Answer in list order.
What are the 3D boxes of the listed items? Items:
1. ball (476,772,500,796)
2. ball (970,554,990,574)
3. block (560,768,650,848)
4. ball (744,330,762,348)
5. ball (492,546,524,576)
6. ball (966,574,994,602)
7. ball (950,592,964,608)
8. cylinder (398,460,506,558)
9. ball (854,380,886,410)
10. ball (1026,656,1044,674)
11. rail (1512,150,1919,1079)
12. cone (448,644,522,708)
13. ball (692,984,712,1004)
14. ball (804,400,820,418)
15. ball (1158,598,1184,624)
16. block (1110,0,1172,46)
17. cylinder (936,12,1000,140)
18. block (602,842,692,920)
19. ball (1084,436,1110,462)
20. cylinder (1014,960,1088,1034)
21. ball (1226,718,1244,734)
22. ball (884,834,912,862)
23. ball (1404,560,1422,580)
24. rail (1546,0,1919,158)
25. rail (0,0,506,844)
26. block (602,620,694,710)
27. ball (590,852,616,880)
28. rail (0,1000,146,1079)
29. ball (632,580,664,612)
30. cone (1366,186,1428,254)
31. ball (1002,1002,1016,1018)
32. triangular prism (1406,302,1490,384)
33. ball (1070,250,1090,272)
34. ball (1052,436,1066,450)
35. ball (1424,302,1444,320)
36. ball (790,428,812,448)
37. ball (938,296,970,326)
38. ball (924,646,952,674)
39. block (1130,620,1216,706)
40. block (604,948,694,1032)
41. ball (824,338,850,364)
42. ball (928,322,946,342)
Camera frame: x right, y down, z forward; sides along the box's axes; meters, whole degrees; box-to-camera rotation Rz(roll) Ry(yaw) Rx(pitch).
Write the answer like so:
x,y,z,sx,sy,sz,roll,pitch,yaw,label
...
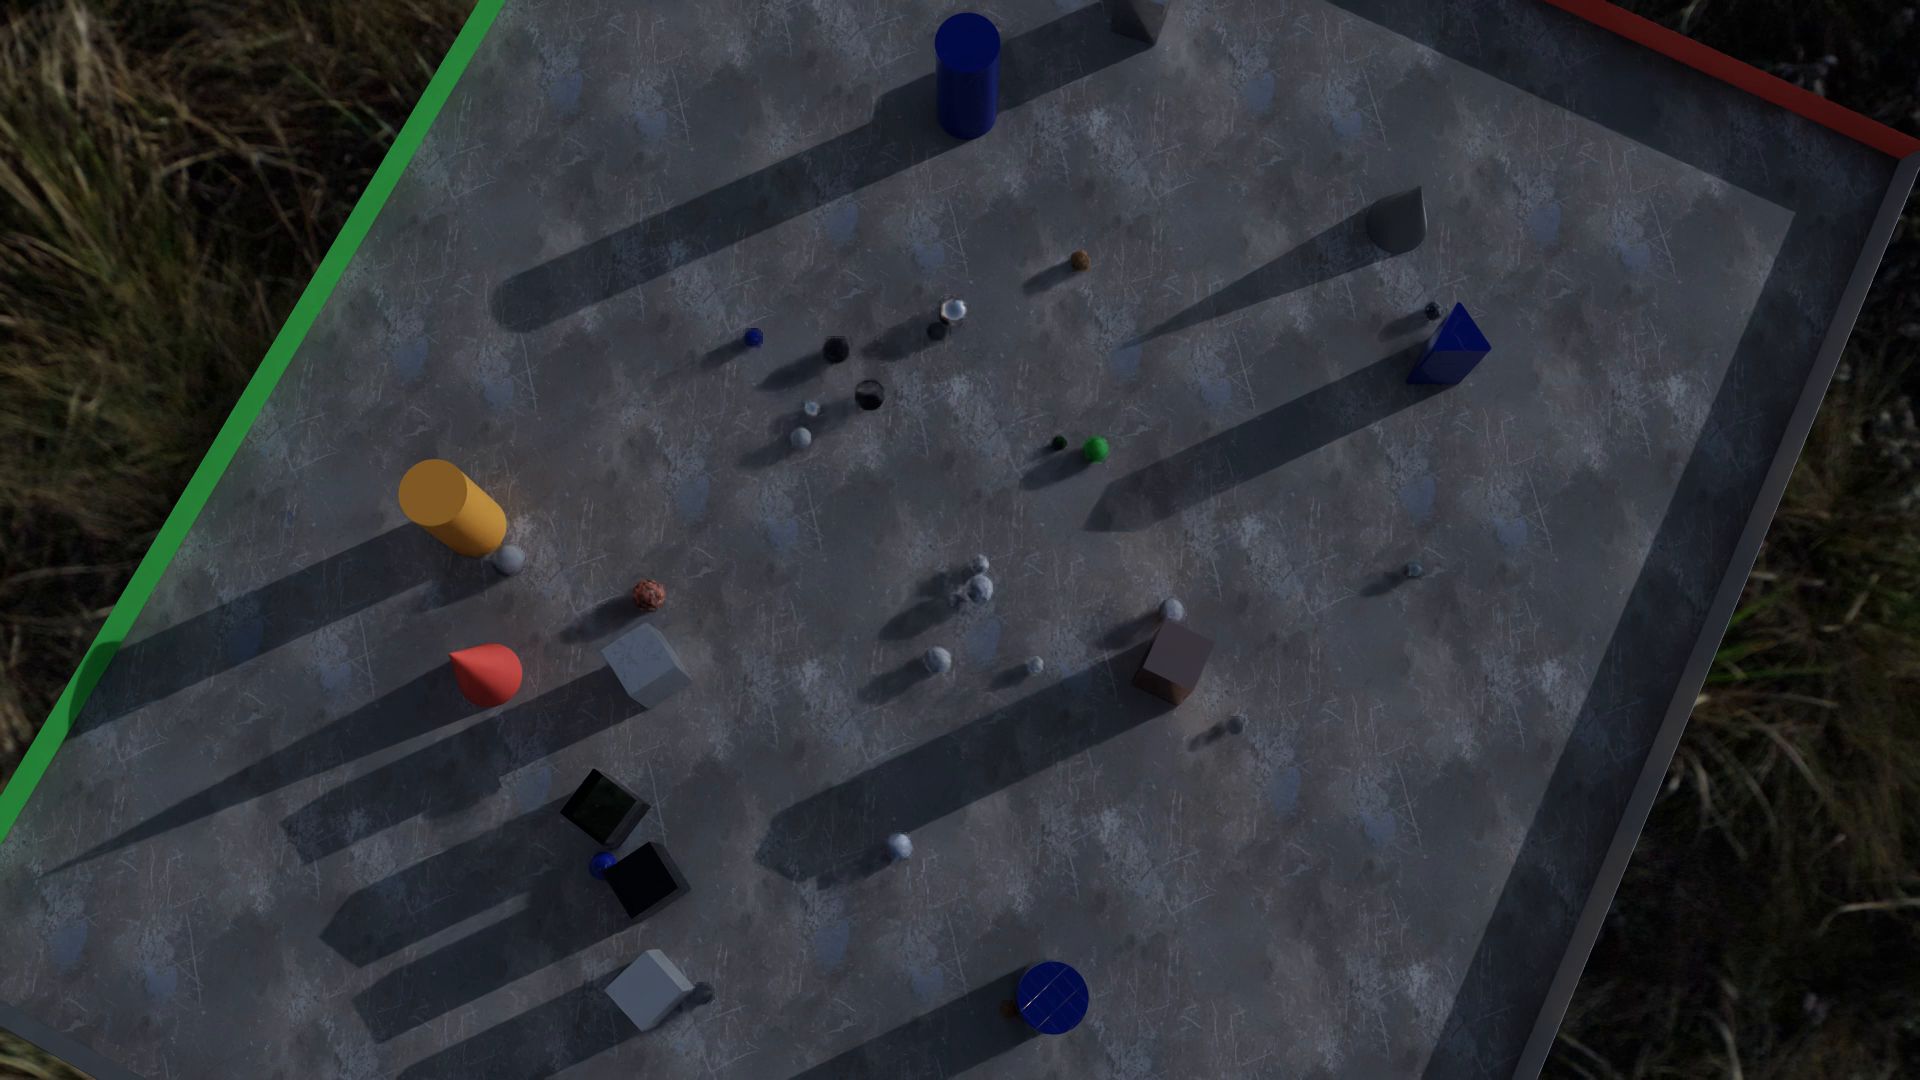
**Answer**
x,y,z,sx,sy,sz,roll,pitch,yaw,label
-1.398,0.723,5.432,0.069,0.069,0.069,0,78,0,ball
0.060,0.075,5.568,0.060,0.060,0.060,0,78,0,ball
-1.027,0.782,5.325,0.156,0.254,0.156,36,81,7,block
-0.647,-0.629,5.719,0.055,0.055,0.055,0,78,0,ball
-1.371,0.063,5.557,0.092,0.092,0.092,0,78,0,ball
0.059,0.147,5.525,0.085,0.085,0.085,0,78,0,ball
-0.011,0.182,5.557,0.043,0.043,0.043,0,78,0,ball
-1.489,-0.088,5.401,0.195,0.458,0.195,0,78,0,cylinder
-0.279,-0.448,5.660,0.096,0.096,0.096,0,78,0,ball
0.226,0.376,5.512,0.053,0.053,0.053,0,78,0,ball
1.907,0.940,5.356,0.045,0.126,4.971,26,80,5,rail
-1.419,0.361,5.308,0.195,0.459,0.195,0,78,0,cone
-0.747,1.317,5.314,0.059,0.059,0.059,0,78,0,ball
-0.458,-0.407,5.674,0.052,0.052,0.052,0,78,0,ball
0.638,0.215,5.532,0.078,0.078,0.078,0,78,0,ball
0.587,-1.728,5.837,0.156,0.269,0.156,19,79,4,block
0.022,-1.428,5.670,0.195,0.474,0.195,0,78,0,cylinder
-0.899,0.983,5.280,0.156,0.261,0.156,-33,80,-7,block
0.419,-0.279,5.633,0.080,0.080,0.080,0,78,0,ball
0.255,1.287,5.179,0.195,0.335,0.195,0,78,0,cylinder
0.822,0.556,5.476,0.050,0.050,0.050,0,78,0,ball
-0.181,0.903,5.387,0.083,0.083,0.083,0,78,0,ball
1.379,0.091,5.569,0.056,0.056,0.056,0,78,0,ball
1.101,-2.150,5.996,4.311,0.126,0.045,26,80,5,rail
-1.907,-0.927,5.743,0.045,0.126,4.971,26,80,5,rail
-0.913,0.369,5.367,0.156,0.339,0.156,-33,80,-6,block
-1.047,0.957,5.377,0.081,0.081,0.081,0,78,0,ball
-1.101,2.163,5.103,4.311,0.126,0.045,26,80,5,rail
-0.940,0.168,5.532,0.097,0.097,0.097,0,78,0,ball
1.387,-1.035,5.668,0.195,0.318,0.195,0,78,0,cone
0.143,1.363,5.312,0.044,0.044,0.044,0,78,0,ball
1.474,-0.596,5.565,0.168,0.343,0.146,0,78,0,triangular prism
0.379,-0.878,5.765,0.065,0.065,0.065,0,78,0,ball
0.307,-0.298,5.655,0.044,0.044,0.044,0,78,0,ball
1.482,-0.717,5.735,0.058,0.058,0.058,0,78,0,ball
-0.491,-0.315,5.648,0.067,0.067,0.067,0,78,0,ball
-0.020,-0.714,5.715,0.097,0.097,0.097,0,78,0,ball
-0.066,0.363,5.499,0.084,0.084,0.084,0,78,0,ball
0.617,0.362,5.346,0.156,0.382,0.156,25,79,5,block
-0.882,1.281,5.227,0.156,0.243,0.156,-44,82,-8,block
-0.384,-0.589,5.697,0.081,0.081,0.081,0,78,0,ball
-0.072,-0.650,5.721,0.059,0.059,0.059,0,78,0,ball
